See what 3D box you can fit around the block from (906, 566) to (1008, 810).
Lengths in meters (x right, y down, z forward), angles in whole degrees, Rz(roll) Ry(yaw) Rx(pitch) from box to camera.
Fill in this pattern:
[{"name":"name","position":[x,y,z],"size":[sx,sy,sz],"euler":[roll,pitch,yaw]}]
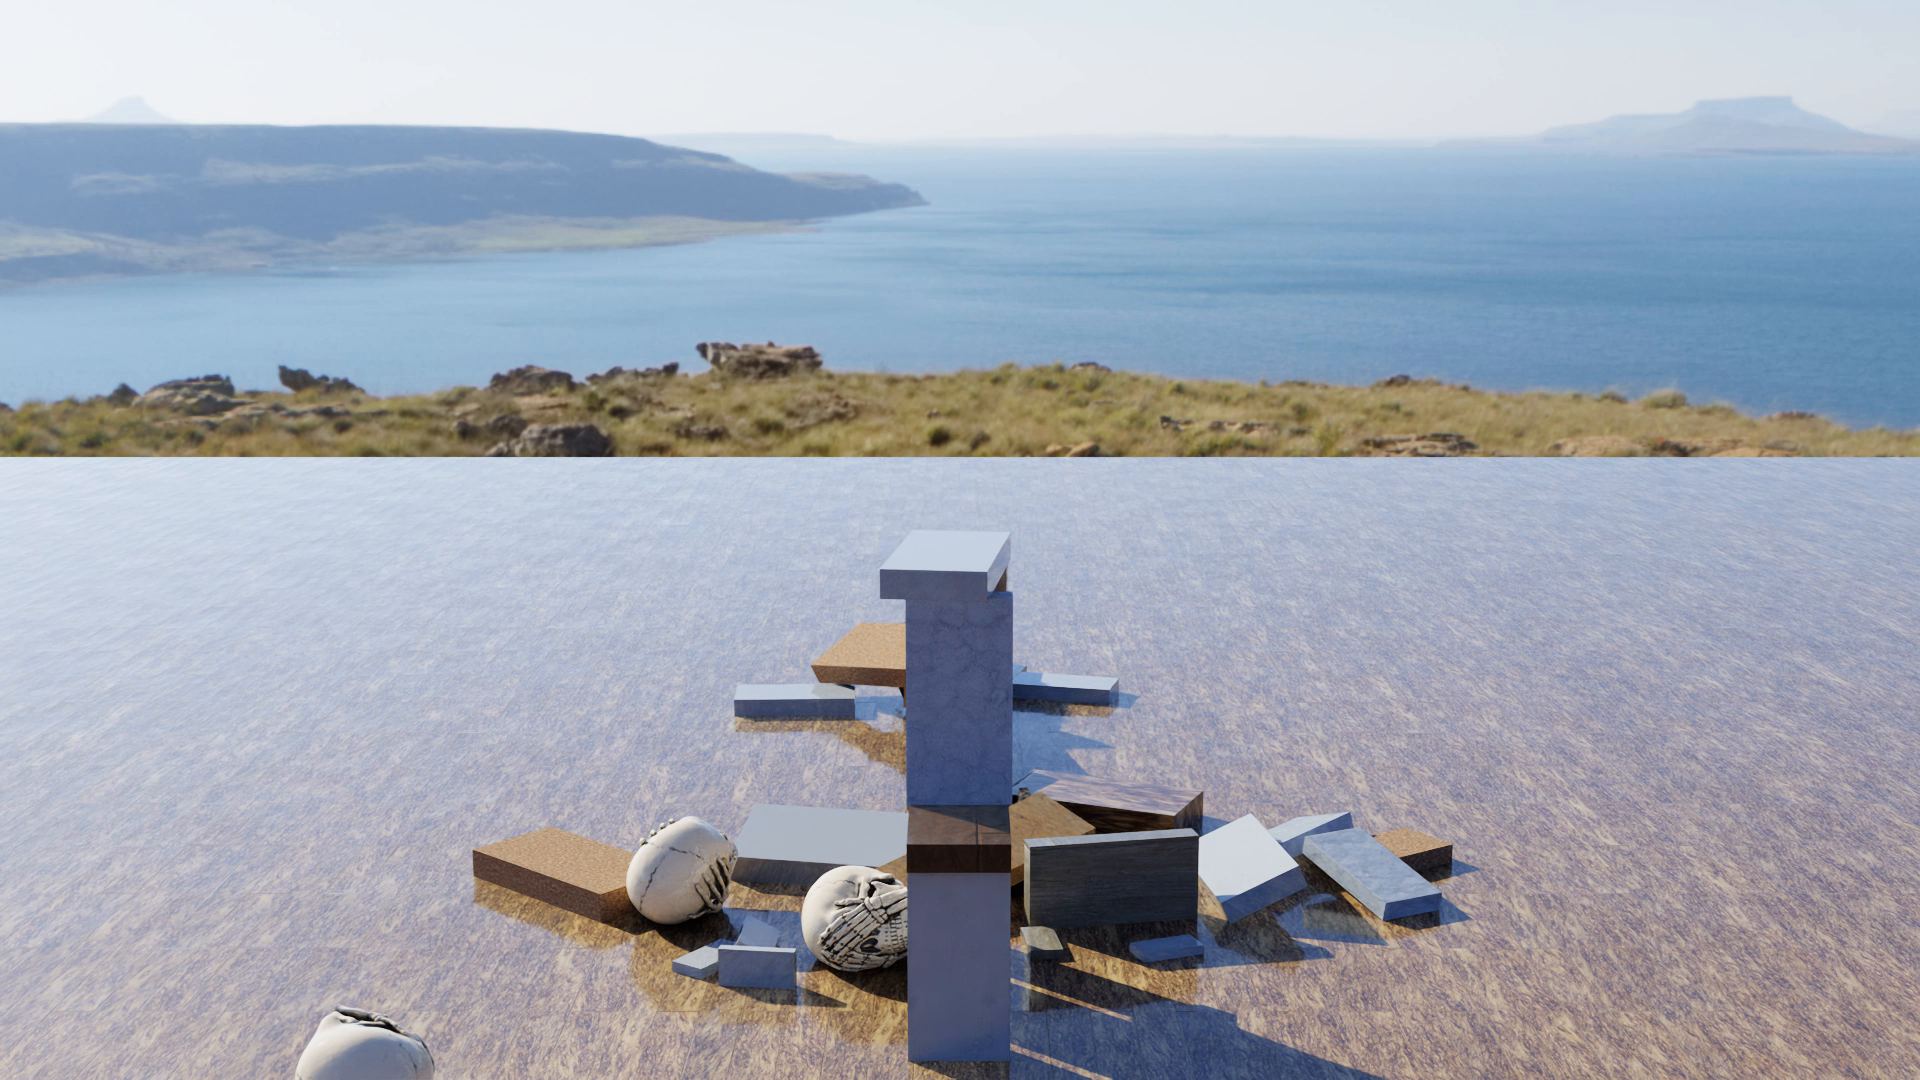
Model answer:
[{"name":"block","position":[-0.004,0.221,3.296],"size":[0.149,0.372,0.042],"euler":[1,10,4]}]

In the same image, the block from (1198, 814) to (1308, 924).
[{"name":"block","position":[0.468,0.544,3.663],"size":[0.140,0.040,0.279],"euler":[-25,13,-3]}]

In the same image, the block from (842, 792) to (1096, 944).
[{"name":"block","position":[0.021,0.533,3.623],"size":[0.453,0.037,0.131],"euler":[-19,37,-41]}]

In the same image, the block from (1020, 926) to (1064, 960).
[{"name":"block","position":[0.127,0.627,3.428],"size":[0.051,0.015,0.103],"euler":[-1,11,-7]}]

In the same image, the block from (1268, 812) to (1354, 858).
[{"name":"block","position":[0.581,0.523,3.853],"size":[0.114,0.032,0.228],"euler":[-13,-1,41]}]

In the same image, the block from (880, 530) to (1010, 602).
[{"name":"block","position":[-0.017,0.035,3.164],"size":[0.149,0.042,0.298],"euler":[1,11,7]}]

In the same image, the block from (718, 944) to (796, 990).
[{"name":"block","position":[-0.301,0.635,3.269],"size":[0.115,0.058,0.016],"euler":[1,11,7]}]

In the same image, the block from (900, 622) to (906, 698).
[{"name":"block","position":[-0.063,0.252,4.930],"size":[0.172,0.049,0.344],"euler":[-21,20,1]}]

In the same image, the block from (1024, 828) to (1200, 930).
[{"name":"block","position":[0.243,0.545,3.532],"size":[0.279,0.140,0.040],"euler":[-2,11,-12]}]

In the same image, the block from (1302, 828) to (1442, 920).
[{"name":"block","position":[0.683,0.553,3.655],"size":[0.114,0.032,0.228],"euler":[-5,24,-26]}]

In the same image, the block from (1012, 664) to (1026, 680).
[{"name":"block","position":[0.072,0.324,5.012],"size":[0.114,0.032,0.228],"euler":[3,11,14]}]

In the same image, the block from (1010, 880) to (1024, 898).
[{"name":"block","position":[0.203,0.557,3.739],"size":[0.279,0.040,0.139],"euler":[-2,11,-10]}]

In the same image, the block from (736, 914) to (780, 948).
[{"name":"block","position":[-0.314,0.619,3.402],"size":[0.058,0.016,0.115],"euler":[28,10,-4]}]

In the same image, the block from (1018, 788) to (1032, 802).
[{"name":"block","position":[0.114,0.498,3.851],"size":[0.016,0.115,0.058],"euler":[-1,11,-8]}]

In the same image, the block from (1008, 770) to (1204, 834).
[{"name":"block","position":[0.263,0.490,4.078],"size":[0.338,0.048,0.169],"euler":[5,11,24]}]

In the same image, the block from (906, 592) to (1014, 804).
[{"name":"block","position":[-0.001,0.222,3.088],"size":[0.149,0.298,0.042],"euler":[0,11,0]}]

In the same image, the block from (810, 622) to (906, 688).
[{"name":"block","position":[-0.140,0.253,4.856],"size":[0.403,0.049,0.172],"euler":[-1,31,49]}]

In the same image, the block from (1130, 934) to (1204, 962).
[{"name":"block","position":[0.320,0.632,3.404],"size":[0.103,0.015,0.051],"euler":[-4,11,-20]}]

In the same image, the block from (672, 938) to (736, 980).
[{"name":"block","position":[-0.379,0.639,3.359],"size":[0.058,0.016,0.115],"euler":[7,13,34]}]

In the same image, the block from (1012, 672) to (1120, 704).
[{"name":"block","position":[0.236,0.333,4.963],"size":[0.228,0.032,0.114],"euler":[3,11,15]}]

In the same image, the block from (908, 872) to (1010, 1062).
[{"name":"block","position":[-0.001,0.572,3.001],"size":[0.139,0.279,0.040],"euler":[0,11,0]}]

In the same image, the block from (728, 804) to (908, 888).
[{"name":"block","position":[-0.169,0.528,3.757],"size":[0.419,0.048,0.169],"euler":[2,26,12]}]

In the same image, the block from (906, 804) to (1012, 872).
[{"name":"block","position":[-0.001,0.399,3.064],"size":[0.139,0.040,0.279],"euler":[0,11,0]}]

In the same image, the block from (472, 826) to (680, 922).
[{"name":"block","position":[-0.647,0.560,3.702],"size":[0.338,0.048,0.169],"euler":[9,14,41]}]

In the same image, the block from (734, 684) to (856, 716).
[{"name":"block","position":[-0.362,0.352,4.848],"size":[0.262,0.037,0.131],"euler":[0,11,-2]}]

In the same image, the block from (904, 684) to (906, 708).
[{"name":"block","position":[-0.012,0.328,4.555],"size":[0.165,0.047,0.330],"euler":[-1,-6,6]}]

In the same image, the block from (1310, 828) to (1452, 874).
[{"name":"block","position":[0.730,0.548,3.809],"size":[0.228,0.032,0.114],"euler":[-7,13,-33]}]
